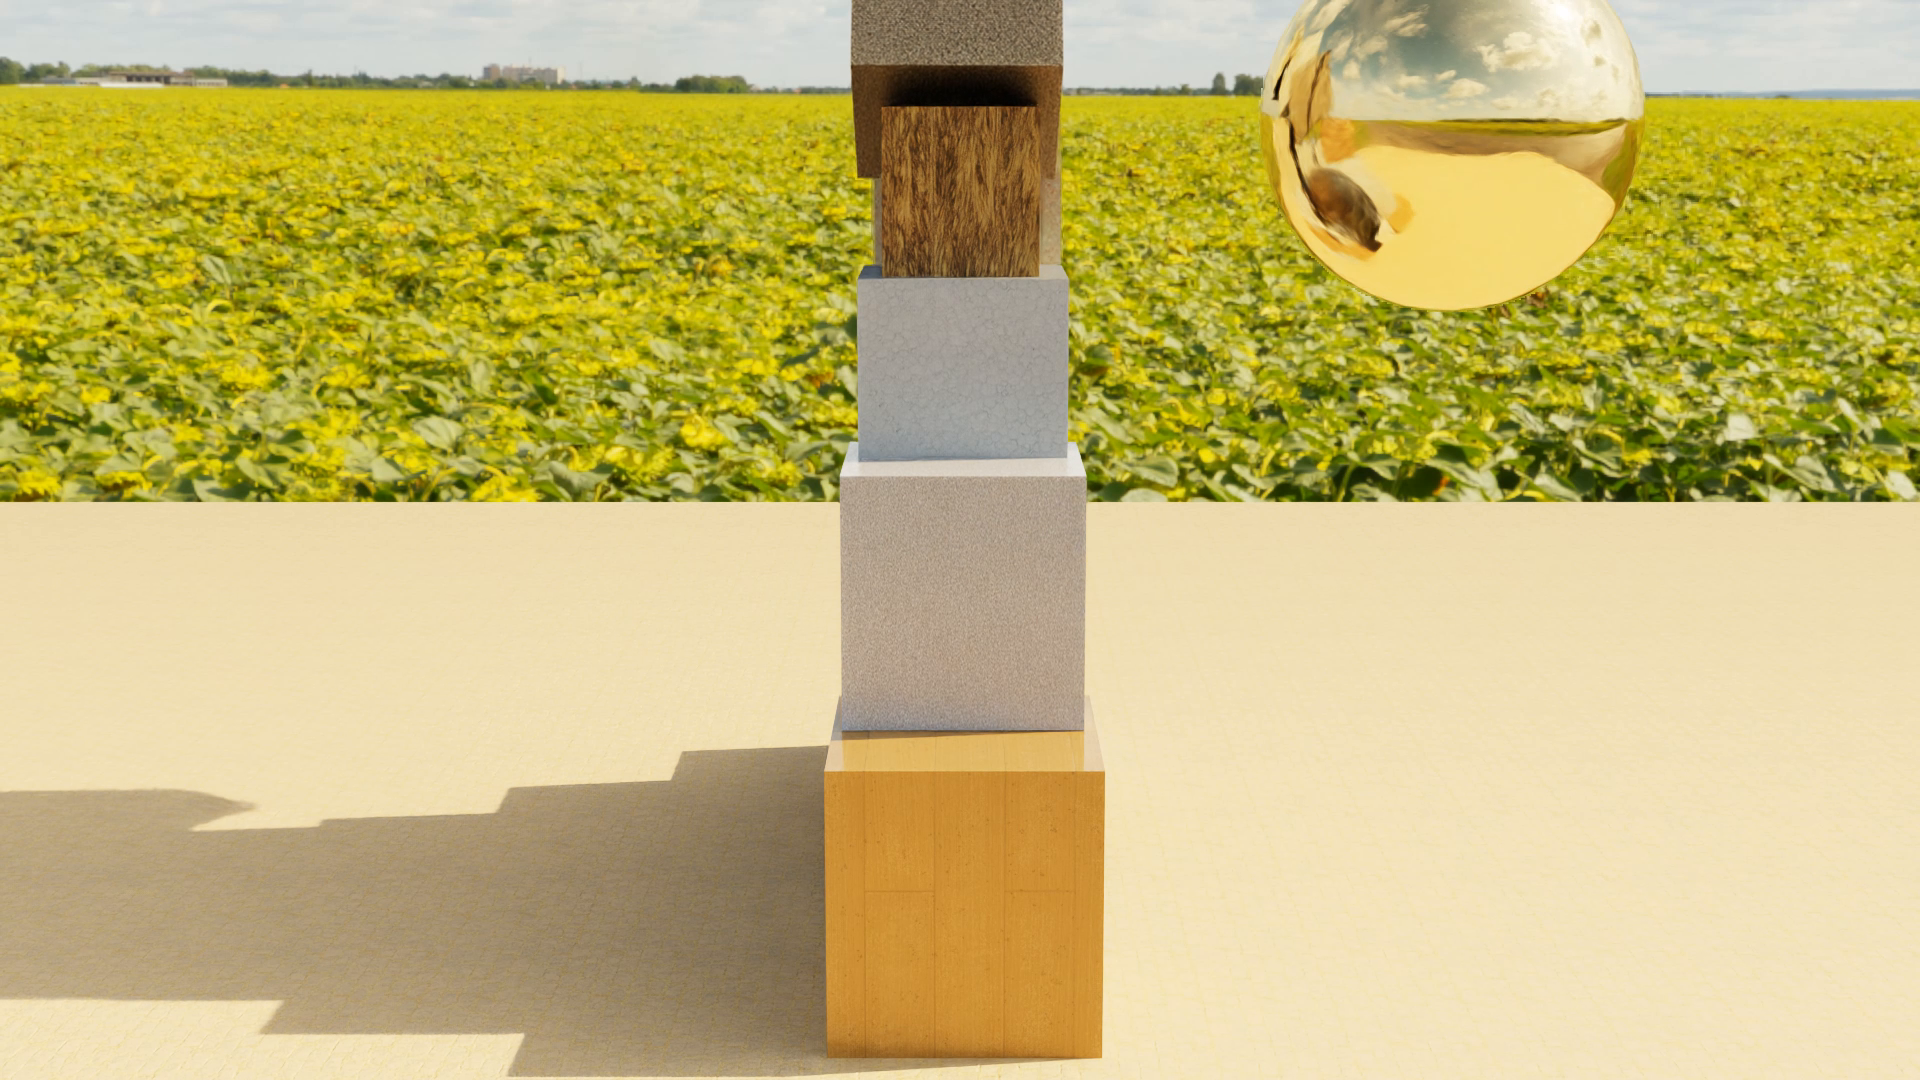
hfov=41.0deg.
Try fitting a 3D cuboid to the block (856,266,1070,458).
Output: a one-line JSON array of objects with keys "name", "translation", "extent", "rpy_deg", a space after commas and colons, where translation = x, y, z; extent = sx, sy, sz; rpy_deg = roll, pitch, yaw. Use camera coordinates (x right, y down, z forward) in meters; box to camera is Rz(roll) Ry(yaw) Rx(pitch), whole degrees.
[{"name": "block", "translation": [0.012, -0.721, 10.211], "extent": [0.809, 0.689, 0.742], "rpy_deg": [0, 10, 0]}]

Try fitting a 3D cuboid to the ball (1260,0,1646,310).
[{"name": "ball", "translation": [2.074, -1.773, 10.858], "extent": [1.600, 1.600, 1.600], "rpy_deg": [0, 10, 0]}]

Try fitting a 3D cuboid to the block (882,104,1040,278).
[{"name": "block", "translation": [0.005, -1.390, 10.156], "extent": [0.607, 0.647, 0.645], "rpy_deg": [0, 10, 0]}]

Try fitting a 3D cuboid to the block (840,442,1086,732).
[{"name": "block", "translation": [0.012, 0.160, 9.994], "extent": [0.911, 0.967, 0.913], "rpy_deg": [0, 10, 0]}]

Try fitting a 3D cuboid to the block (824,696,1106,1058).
[{"name": "block", "translation": [0.017, 1.244, 9.729], "extent": [0.994, 1.071, 1.131], "rpy_deg": [0, 10, 0]}]

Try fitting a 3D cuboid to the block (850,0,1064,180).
[{"name": "block", "translation": [-0.013, -2.110, 10.716], "extent": [0.843, 0.865, 0.879], "rpy_deg": [0, -22, 0]}]

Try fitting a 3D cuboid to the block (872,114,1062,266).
[{"name": "block", "translation": [0.015, -1.501, 11.615], "extent": [0.816, 0.839, 0.847], "rpy_deg": [0, 9, -3]}]
